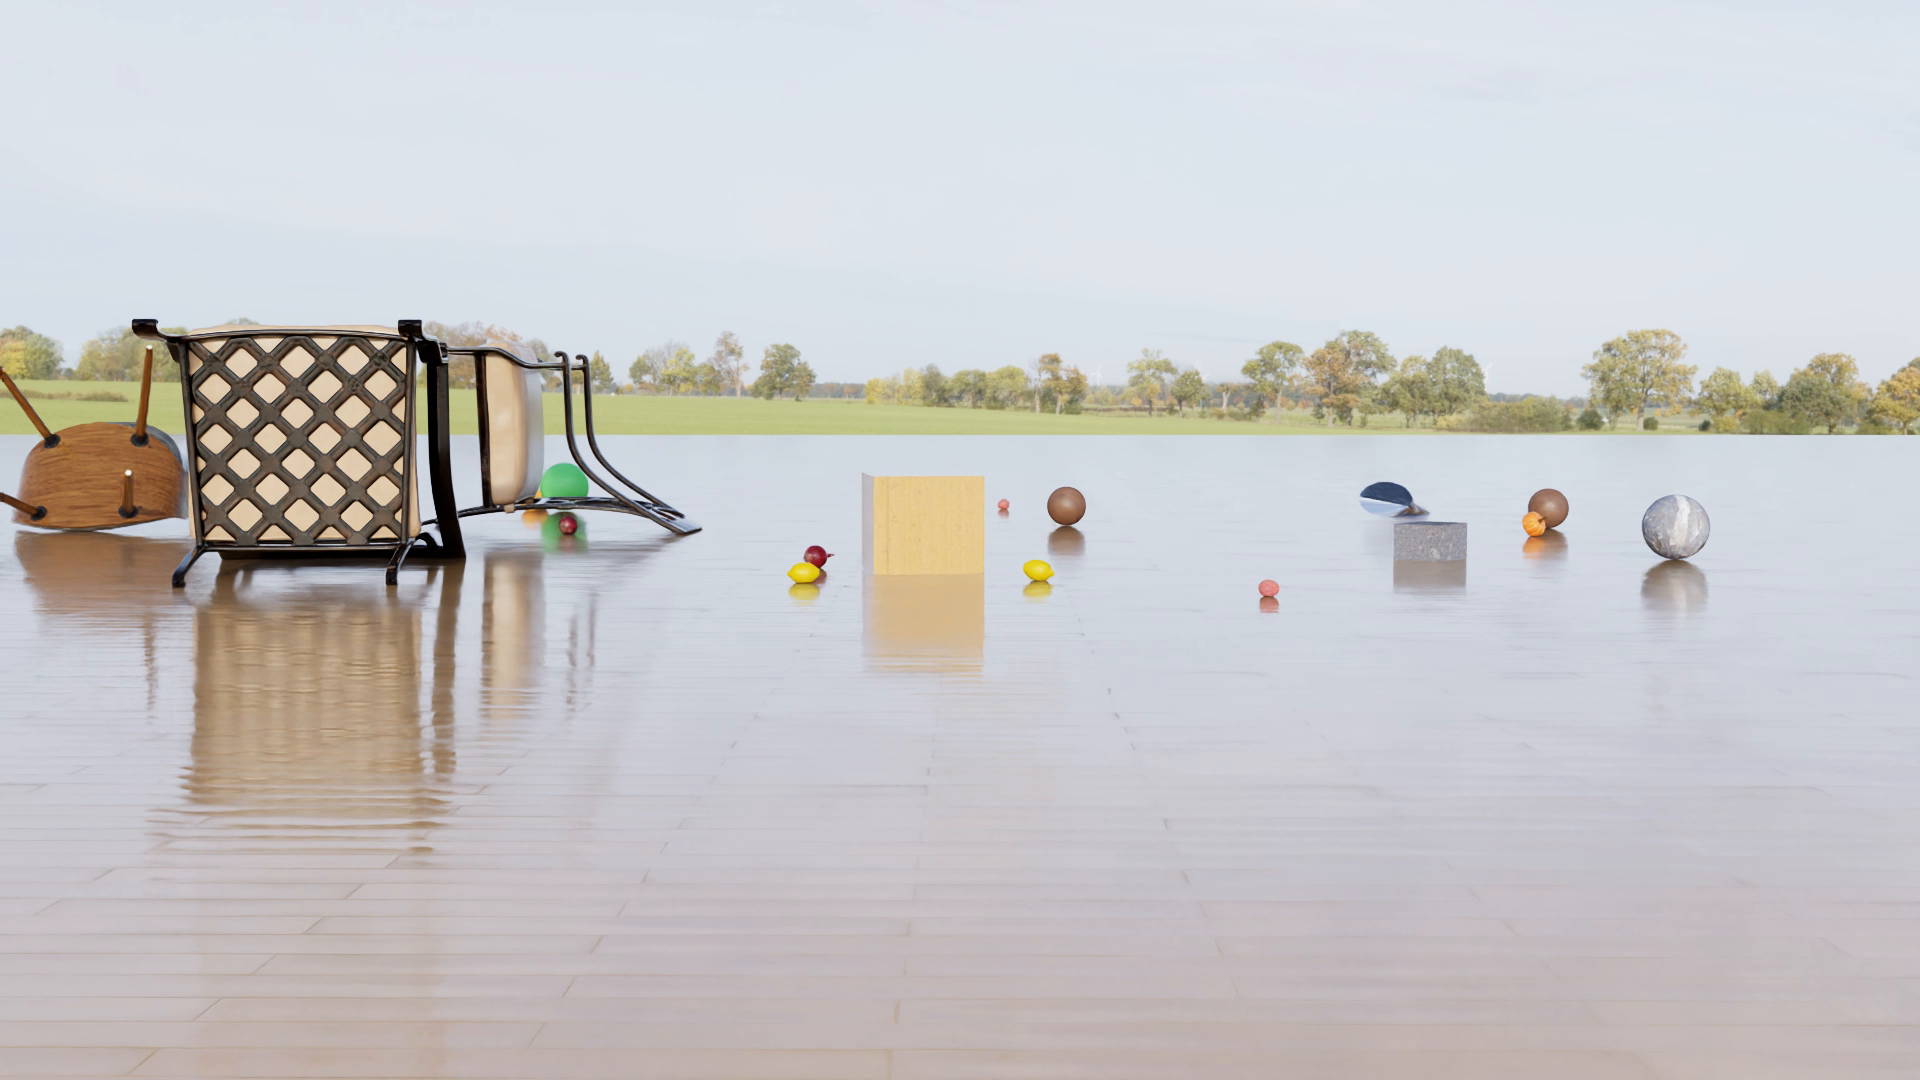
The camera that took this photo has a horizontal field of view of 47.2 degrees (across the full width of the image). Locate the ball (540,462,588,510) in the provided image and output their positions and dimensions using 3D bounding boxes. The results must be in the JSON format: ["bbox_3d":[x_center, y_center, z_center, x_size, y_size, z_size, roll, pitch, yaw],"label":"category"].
[{"bbox_3d":[-1.457,-0.196,8.098,0.178,0.178,0.178,0,4,0],"label":"ball"}]

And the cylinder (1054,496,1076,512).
[{"bbox_3d":[0.388,-0.135,8.090,0.071,0.052,0.066,1,-32,15],"label":"cylinder"}]

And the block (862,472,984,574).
[{"bbox_3d":[-0.095,-0.046,5.472,0.271,0.238,0.273,-1,4,-9],"label":"block"}]

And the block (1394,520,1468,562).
[{"bbox_3d":[1.245,0.003,5.817,0.131,0.094,0.158,3,5,40],"label":"block"}]

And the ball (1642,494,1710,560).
[{"bbox_3d":[1.885,-0.034,5.792,0.172,0.172,0.172,0,4,0],"label":"ball"}]

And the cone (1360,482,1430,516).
[{"bbox_3d":[1.603,-0.121,7.864,0.254,0.123,0.243,14,-4,-38],"label":"cone"}]
